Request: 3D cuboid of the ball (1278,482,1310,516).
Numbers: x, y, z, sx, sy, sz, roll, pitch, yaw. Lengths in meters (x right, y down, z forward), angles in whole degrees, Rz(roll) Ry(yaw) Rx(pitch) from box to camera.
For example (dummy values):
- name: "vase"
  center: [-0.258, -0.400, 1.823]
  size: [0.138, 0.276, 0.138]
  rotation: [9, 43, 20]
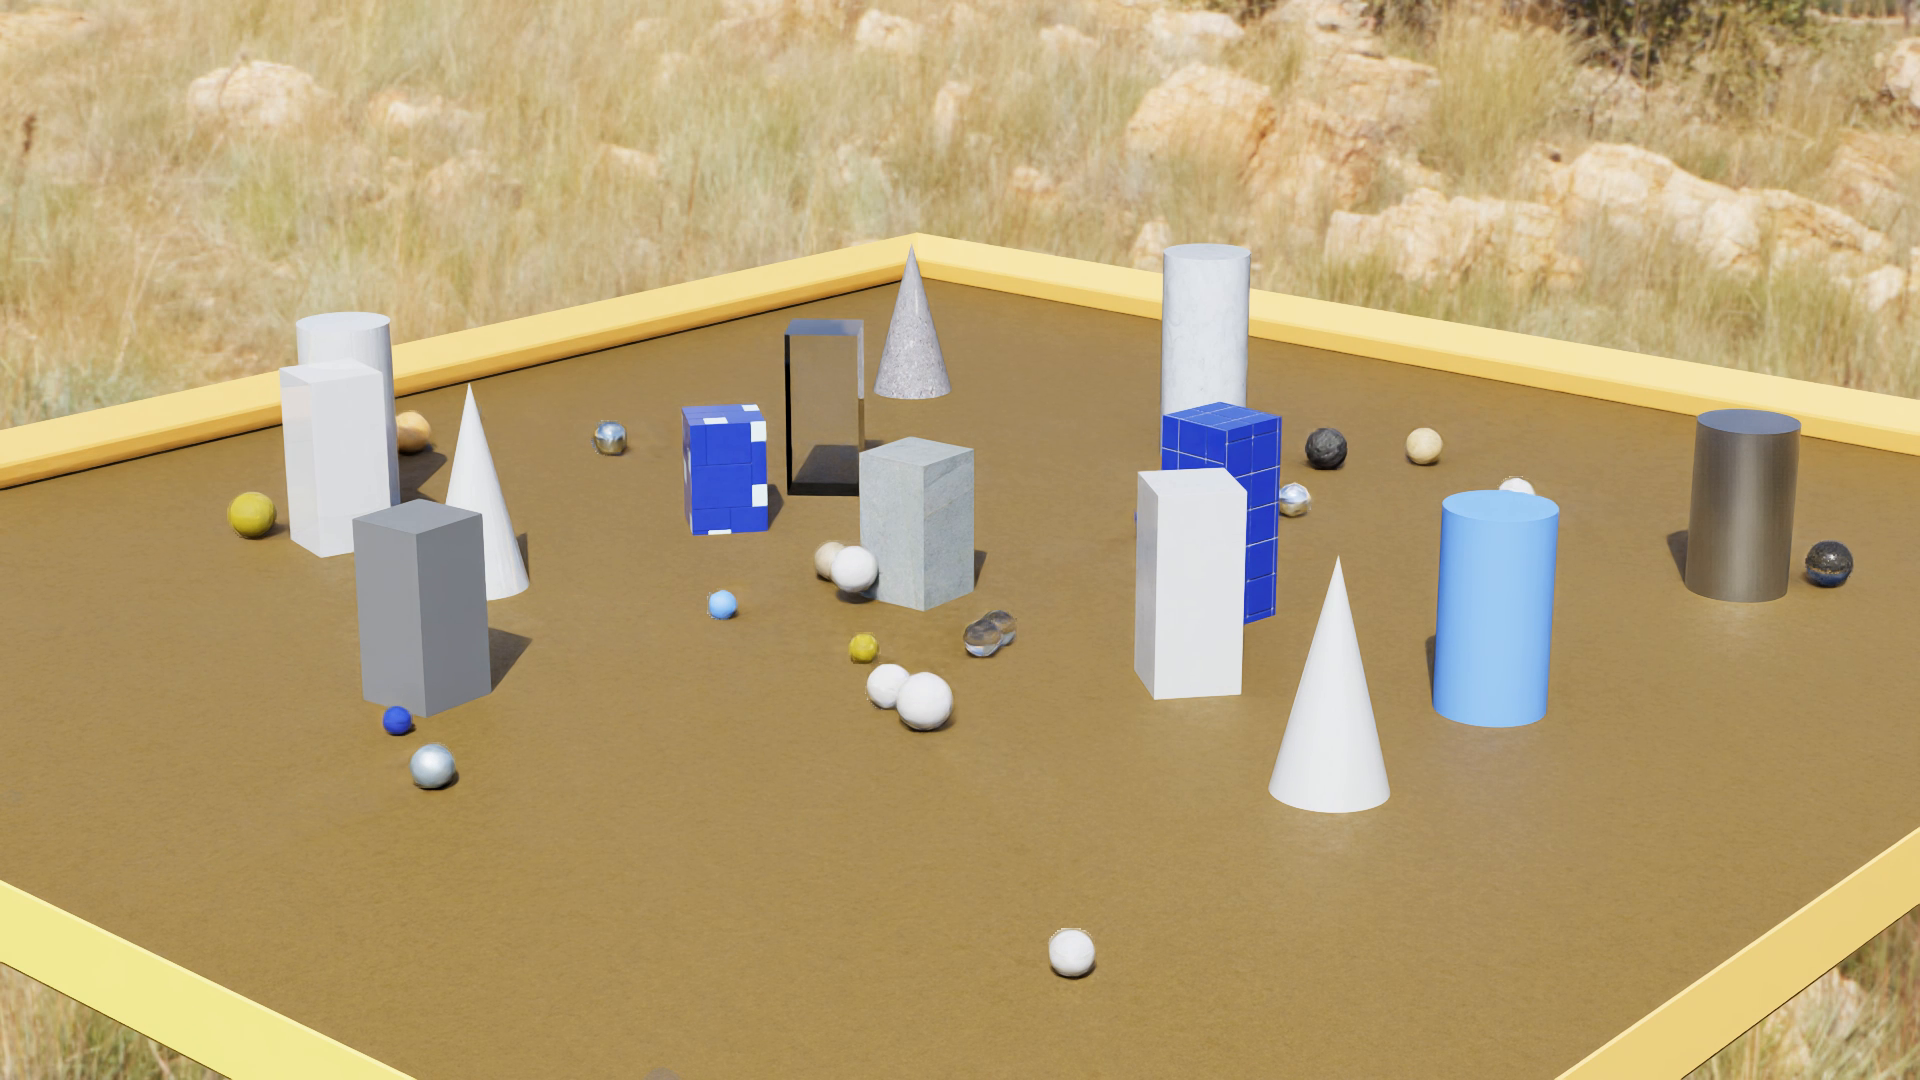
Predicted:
- name: "ball"
  center: [0.632, -0.076, 5.555]
  size: [0.064, 0.064, 0.064]
  rotation: [0, 17, 0]

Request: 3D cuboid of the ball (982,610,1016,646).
- name: "ball"
  center: [0.062, 0.145, 4.835]
  size: [0.060, 0.060, 0.060]
  rotation: [0, 17, 0]

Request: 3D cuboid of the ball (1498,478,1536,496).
- name: "ball"
  center: [1.053, -0.080, 5.554]
  size: [0.073, 0.073, 0.073]
  rotation: [0, 17, 0]

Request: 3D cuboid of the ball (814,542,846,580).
- name: "ball"
  center: [-0.224, 0.037, 5.177]
  size: [0.067, 0.067, 0.067]
  rotation: [0, 17, 0]

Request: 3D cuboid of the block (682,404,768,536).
- name: "block"
  center: [-0.441, -0.133, 5.492]
  size: [0.140, 0.210, 0.140]
  rotation: [-3, 17, -11]

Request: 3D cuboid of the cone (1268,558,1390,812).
- name: "cone"
  center: [0.533, 0.191, 4.178]
  size: [0.175, 0.354, 0.175]
  rotation: [0, 17, 0]

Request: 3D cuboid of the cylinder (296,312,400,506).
- name: "cylinder"
  center: [-1.163, -0.239, 5.580]
  size: [0.175, 0.361, 0.175]
  rotation: [0, 17, 0]

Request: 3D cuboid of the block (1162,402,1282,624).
- name: "block"
  center: [0.438, -0.040, 4.949]
  size: [0.140, 0.348, 0.140]
  rotation: [-15, 22, -40]

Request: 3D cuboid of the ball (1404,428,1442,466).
- name: "ball"
  center: [0.935, -0.189, 5.906]
  size: [0.075, 0.075, 0.075]
  rotation: [0, 17, 0]

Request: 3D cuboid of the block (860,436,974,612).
- name: "block"
  center: [-0.074, -0.030, 5.070]
  size: [0.140, 0.257, 0.140]
  rotation: [13, 21, 36]

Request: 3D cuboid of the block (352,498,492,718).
- name: "block"
  center: [-0.836, 0.104, 4.563]
  size: [0.140, 0.295, 0.140]
  rotation: [12, 21, 35]

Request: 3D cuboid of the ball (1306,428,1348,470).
- name: "ball"
  center: [0.735, -0.184, 5.875]
  size: [0.084, 0.084, 0.084]
  rotation: [0, 17, 0]

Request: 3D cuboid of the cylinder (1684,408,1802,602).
- name: "cylinder"
  center: [1.360, -0.061, 5.099]
  size: [0.175, 0.300, 0.175]
  rotation: [0, 17, 0]

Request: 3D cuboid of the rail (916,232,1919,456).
- name: "rail"
  center: [1.260, -0.393, 6.511]
  size: [3.677, 0.114, 0.045]
  rotation: [14, 22, 39]

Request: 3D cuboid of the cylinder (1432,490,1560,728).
- name: "cylinder"
  center: [0.823, 0.104, 4.510]
  size: [0.175, 0.326, 0.175]
  rotation: [0, 17, 0]

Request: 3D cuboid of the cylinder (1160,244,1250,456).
- name: "cylinder"
  center: [0.496, -0.378, 5.942]
  size: [0.175, 0.418, 0.175]
  rotation: [0, 17, 0]

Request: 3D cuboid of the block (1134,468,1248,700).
- name: "block"
  center: [0.361, 0.068, 4.621]
  size: [0.140, 0.332, 0.140]
  rotation: [-3, 17, -9]

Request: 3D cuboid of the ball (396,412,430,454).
- name: "ball"
  center: [-1.124, -0.219, 5.991]
  size: [0.085, 0.085, 0.085]
  rotation: [0, 17, 0]

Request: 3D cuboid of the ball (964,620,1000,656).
- name: "ball"
  center: [0.036, 0.160, 4.782]
  size: [0.061, 0.061, 0.061]
  rotation: [0, 17, 0]

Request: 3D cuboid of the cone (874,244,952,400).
- name: "cone"
  center: [-0.106, -0.493, 6.469]
  size: [0.175, 0.332, 0.175]
  rotation: [0, 17, 0]

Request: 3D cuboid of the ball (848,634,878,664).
- name: "ball"
  center: [-0.156, 0.176, 4.751]
  size: [0.049, 0.049, 0.049]
  rotation: [0, 17, 0]

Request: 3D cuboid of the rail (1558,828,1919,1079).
- name: "rail"
  center: [1.370, 0.374, 3.983]
  size: [0.045, 0.114, 3.892]
  rotation: [14, 22, 39]

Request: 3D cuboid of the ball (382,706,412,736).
- name: "ball"
  center: [-0.853, 0.273, 4.439]
  size: [0.044, 0.044, 0.044]
  rotation: [0, 17, 0]

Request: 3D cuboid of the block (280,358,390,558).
- name: "block"
  center: [-1.139, -0.152, 5.355]
  size: [0.140, 0.325, 0.140]
  rotation: [-11, 20, -33]

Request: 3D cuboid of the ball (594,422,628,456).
- name: "ball"
  center: [-0.712, -0.208, 5.980]
  size: [0.069, 0.069, 0.069]
  rotation: [0, 17, 0]

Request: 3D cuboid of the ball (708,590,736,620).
- name: "ball"
  center: [-0.403, 0.110, 4.970]
  size: [0.048, 0.048, 0.048]
  rotation: [0, 17, 0]

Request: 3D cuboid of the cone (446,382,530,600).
- name: "cone"
  center: [-0.844, -0.096, 5.097]
  size: [0.175, 0.368, 0.175]
  rotation: [0, 17, 0]

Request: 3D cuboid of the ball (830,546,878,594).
- name: "ball"
  center: [-0.182, 0.051, 5.035]
  size: [0.081, 0.081, 0.081]
  rotation: [0, 17, 0]

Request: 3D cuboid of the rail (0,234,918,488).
- name: "rail"
  center: [-1.370, -0.317, 6.261]
  size: [0.045, 0.114, 3.892]
  rotation: [14, 22, 39]

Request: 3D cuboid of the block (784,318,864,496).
- name: "block"
  center: [-0.263, -0.259, 5.717]
  size: [0.140, 0.320, 0.140]
  rotation: [1, 17, 3]

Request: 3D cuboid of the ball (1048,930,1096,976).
- name: "ball"
  center: [0.139, 0.512, 3.630]
  size: [0.058, 0.058, 0.058]
  rotation: [0, 17, 0]

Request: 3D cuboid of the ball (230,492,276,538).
- name: "ball"
  center: [-1.308, -0.047, 5.422]
  size: [0.085, 0.085, 0.085]
  rotation: [0, 17, 0]

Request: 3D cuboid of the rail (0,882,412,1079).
- name: "rail"
  center: [-1.260, 0.450, 3.733]
  size: [3.677, 0.114, 0.045]
  rotation: [14, 22, 39]

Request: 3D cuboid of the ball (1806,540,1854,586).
- name: "ball"
  center: [1.525, 0.041, 5.144]
  size: [0.080, 0.080, 0.080]
  rotation: [0, 17, 0]

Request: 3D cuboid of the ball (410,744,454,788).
- name: "ball"
  center: [-0.761, 0.327, 4.229]
  size: [0.064, 0.064, 0.064]
  rotation: [0, 17, 0]

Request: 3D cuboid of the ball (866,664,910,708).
- name: "ball"
  center: [-0.109, 0.227, 4.548]
  size: [0.070, 0.070, 0.070]
  rotation: [0, 17, 0]

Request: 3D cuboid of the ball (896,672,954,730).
- name: "ball"
  center: [-0.054, 0.245, 4.456]
  size: [0.088, 0.088, 0.088]
  rotation: [0, 17, 0]

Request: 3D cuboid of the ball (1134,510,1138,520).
- name: "ball"
  center: [0.350, -0.044, 5.477]
  size: [0.047, 0.047, 0.047]
  rotation: [0, 17, 0]
